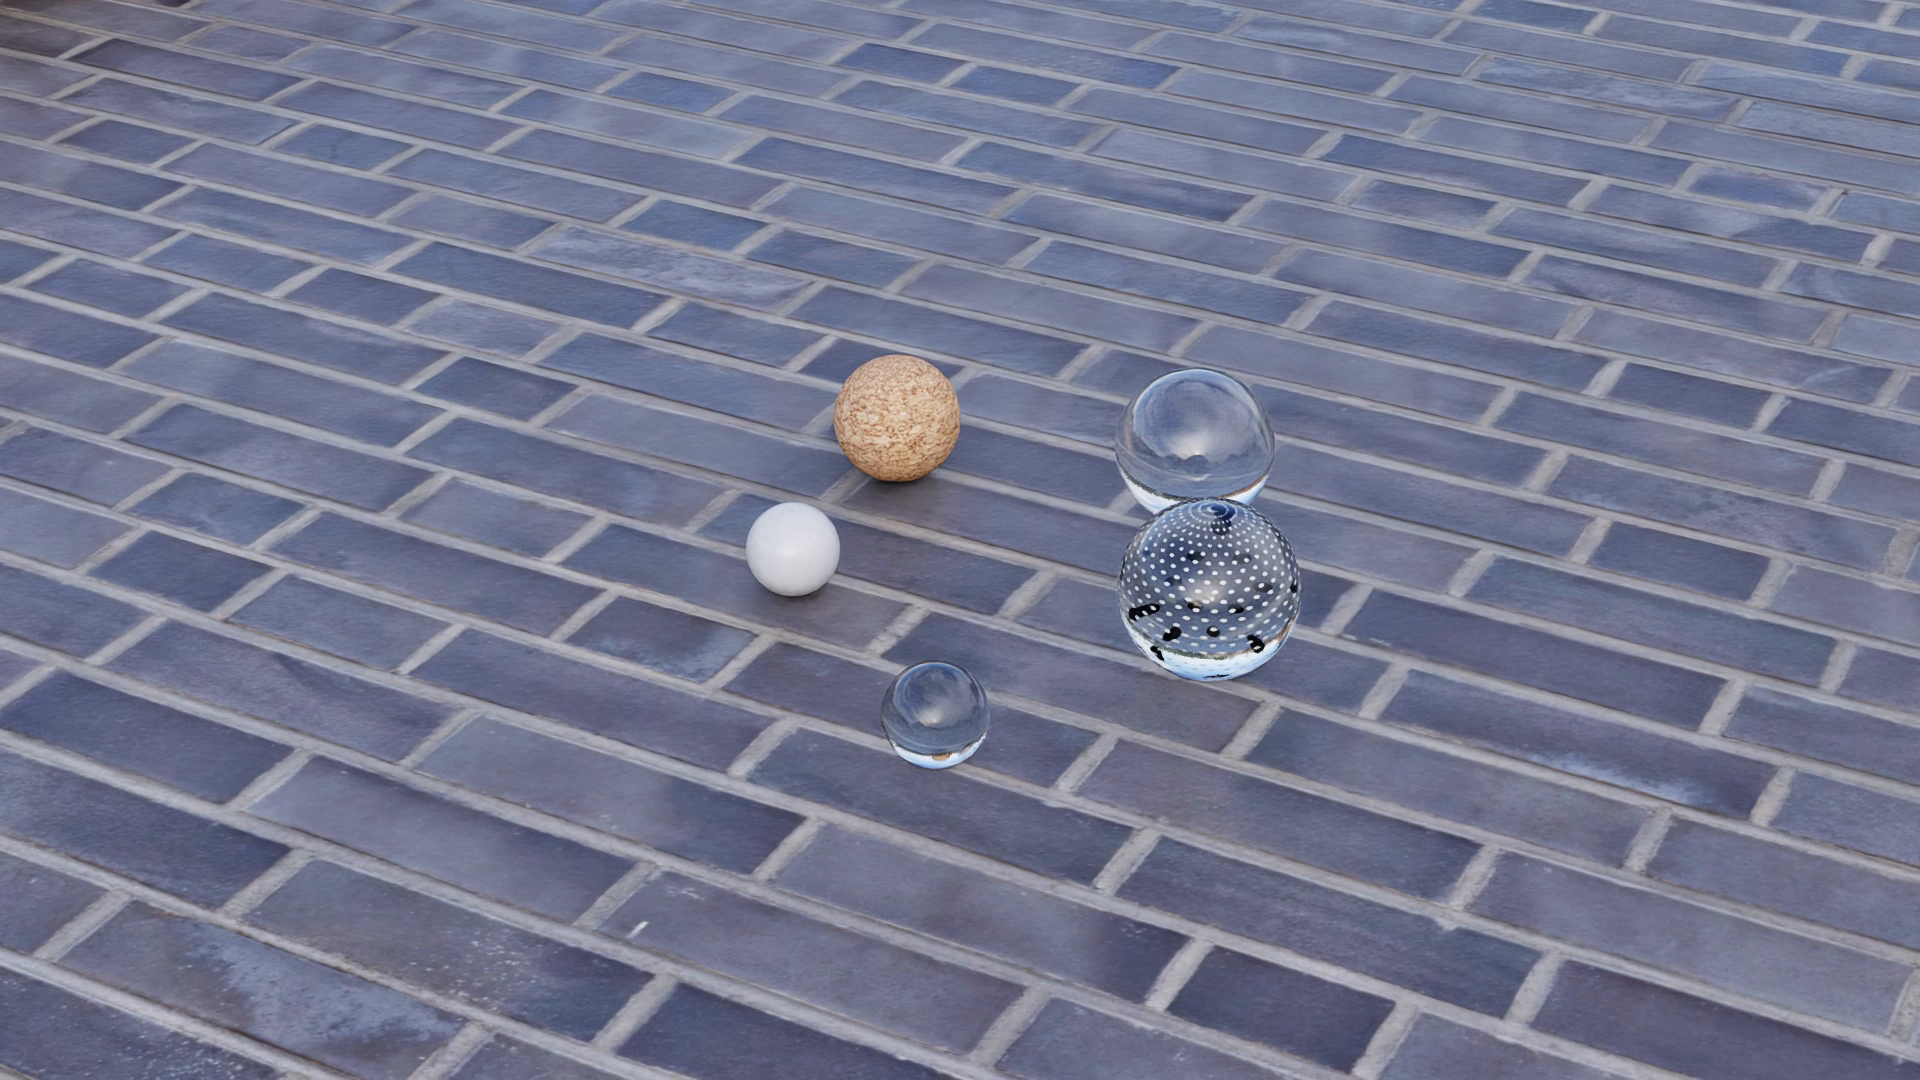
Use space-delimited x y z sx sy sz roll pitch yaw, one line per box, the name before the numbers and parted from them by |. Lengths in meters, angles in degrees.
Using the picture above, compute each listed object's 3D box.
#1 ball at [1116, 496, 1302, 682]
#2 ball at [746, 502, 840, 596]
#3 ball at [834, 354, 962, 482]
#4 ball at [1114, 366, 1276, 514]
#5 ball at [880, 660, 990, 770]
ball | 0.128 0.025 1.514 0.095 0.095 0.095 0 30 0
ball | -0.090 0.005 1.593 0.051 0.051 0.051 0 30 0
ball | -0.036 -0.070 1.701 0.074 0.074 0.074 0 30 0
ball | 0.132 -0.053 1.654 0.090 0.090 0.090 0 30 0
ball | -0.012 0.086 1.450 0.054 0.054 0.054 0 30 0
